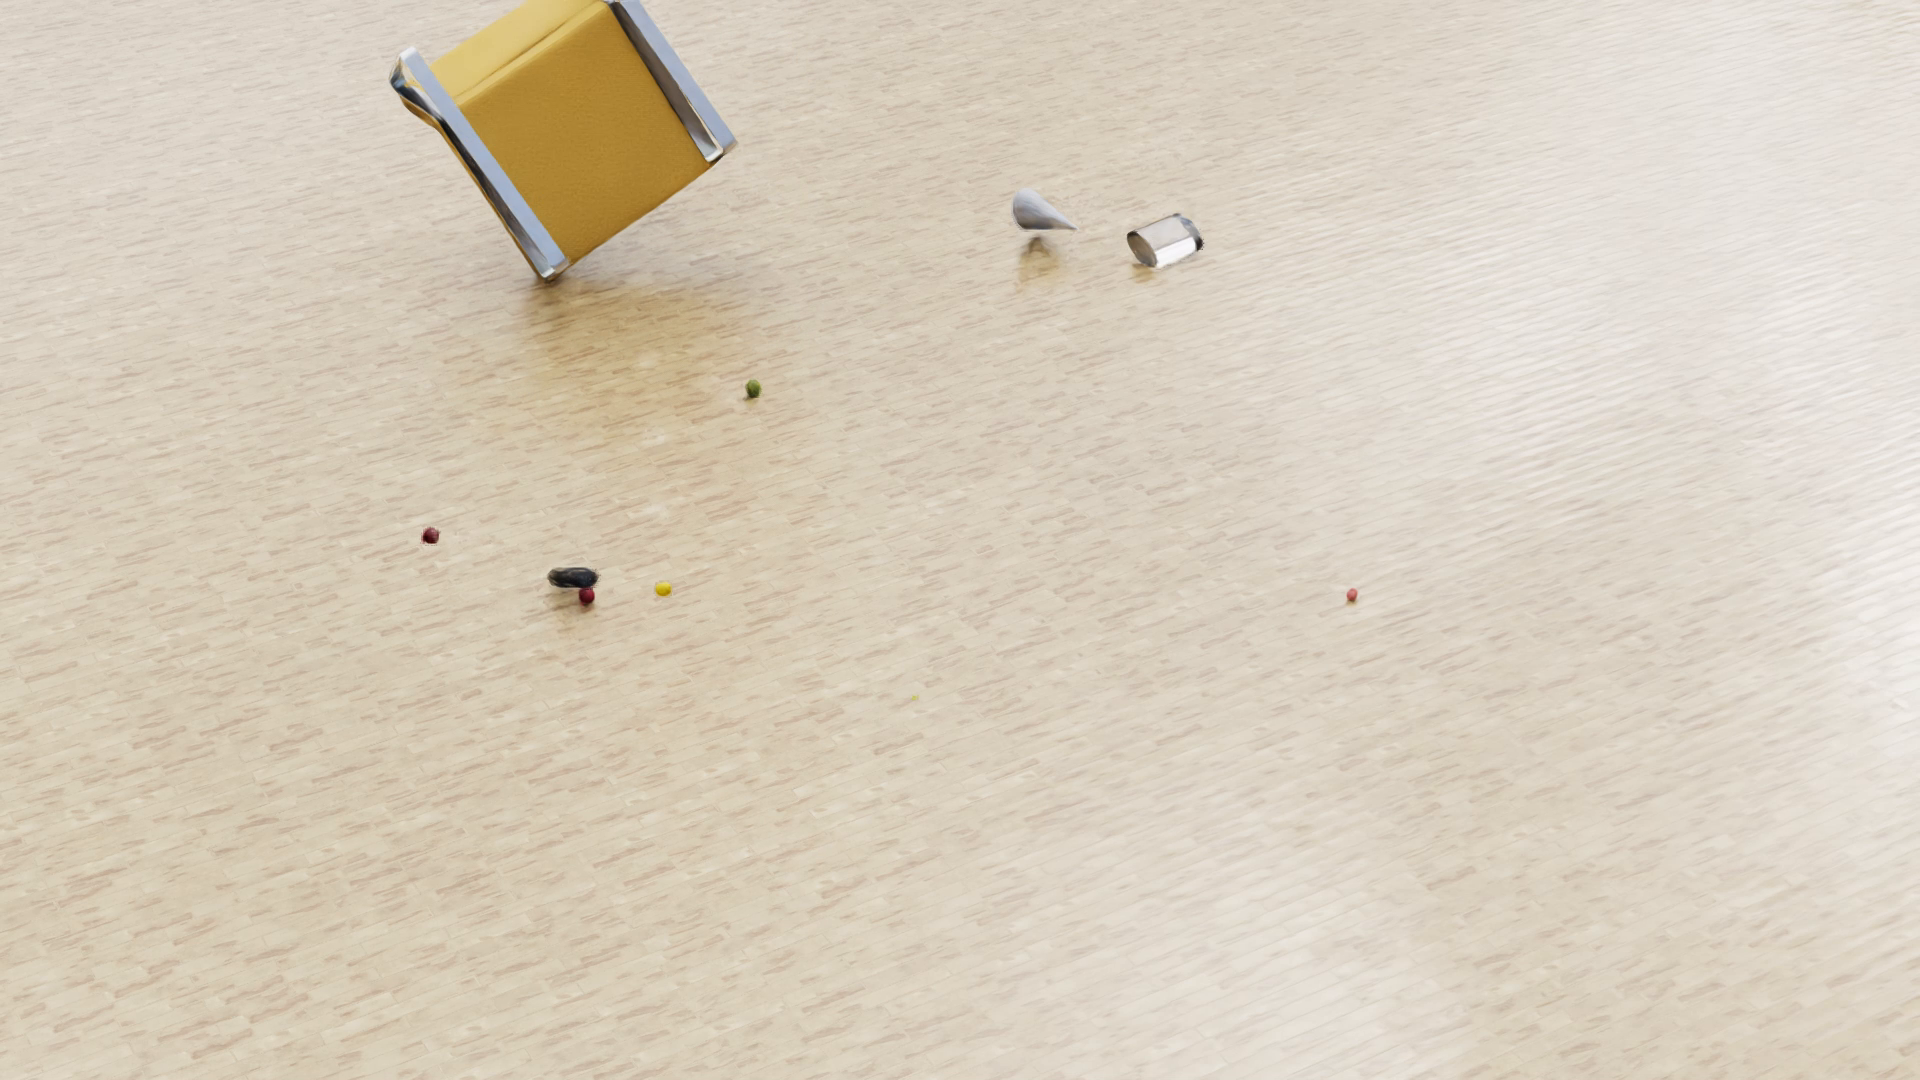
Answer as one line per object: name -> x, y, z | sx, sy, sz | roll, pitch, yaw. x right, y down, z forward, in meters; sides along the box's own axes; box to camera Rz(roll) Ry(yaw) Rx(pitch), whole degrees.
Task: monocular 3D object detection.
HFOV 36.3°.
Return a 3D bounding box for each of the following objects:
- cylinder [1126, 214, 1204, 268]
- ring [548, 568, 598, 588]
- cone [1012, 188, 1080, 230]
cylinder -> 0.895, -1.308, 12.807 | 0.269, 0.122, 0.214 | -24, 58, -32
ring -> -1.397, 0.135, 10.575 | 0.144, 0.062, 0.270 | -5, 6, -37
cone -> 0.412, -1.400, 12.813 | 0.285, 0.303, 0.166 | 26, 84, 28
